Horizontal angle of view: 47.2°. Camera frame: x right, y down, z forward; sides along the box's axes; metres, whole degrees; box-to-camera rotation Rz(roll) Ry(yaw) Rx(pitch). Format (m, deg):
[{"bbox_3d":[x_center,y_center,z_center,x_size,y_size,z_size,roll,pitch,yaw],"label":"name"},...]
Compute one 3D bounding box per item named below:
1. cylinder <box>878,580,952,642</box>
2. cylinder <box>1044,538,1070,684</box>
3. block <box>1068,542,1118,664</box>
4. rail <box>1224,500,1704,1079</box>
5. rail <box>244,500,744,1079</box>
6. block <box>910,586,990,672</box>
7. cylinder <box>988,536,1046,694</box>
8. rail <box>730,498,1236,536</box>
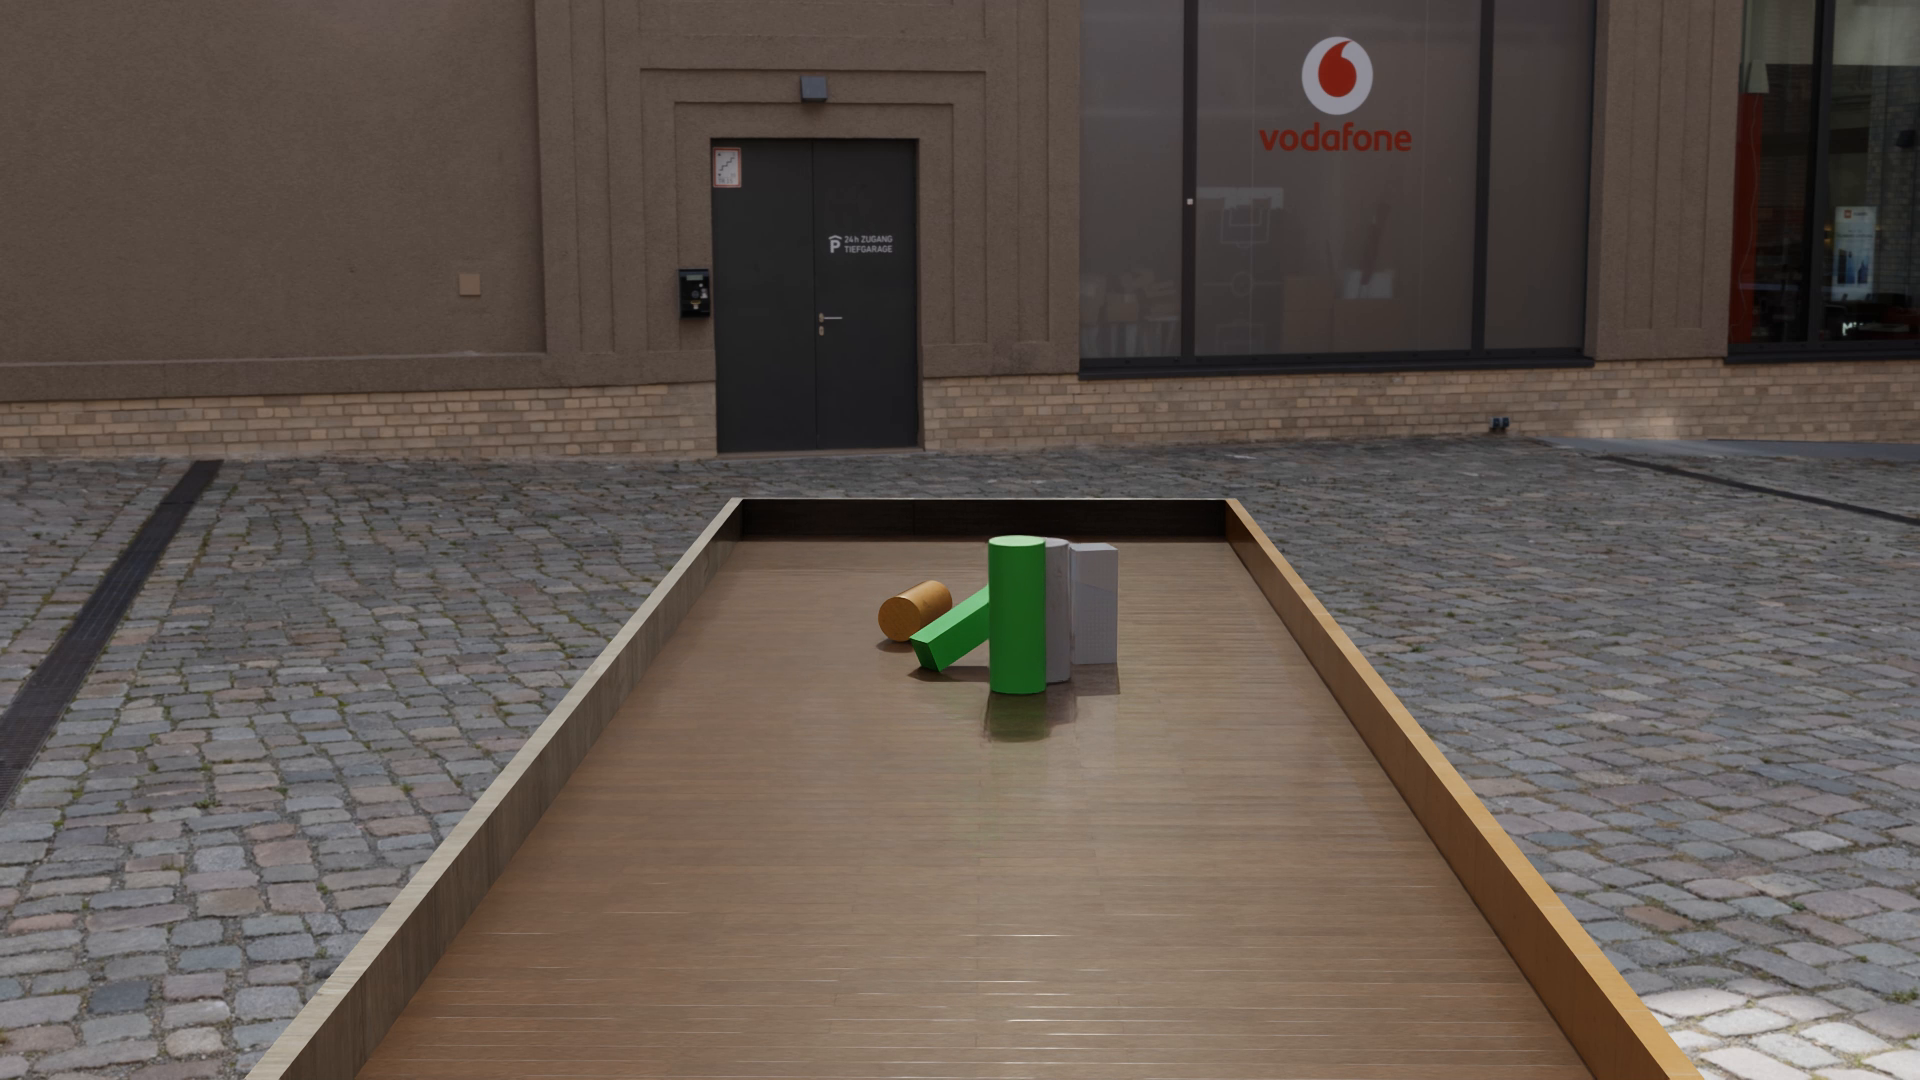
[{"bbox_3d":[-0.143,0.227,7.114,0.144,0.144,0.314,3,9,18],"label":"cylinder"},{"bbox_3d":[0.238,0.204,6.427,0.166,0.401,0.166,-1,9,0],"label":"cylinder"},{"bbox_3d":[0.397,0.192,6.688,0.132,0.347,0.132,-2,9,-13],"label":"block"},{"bbox_3d":[1.046,0.843,3.208,0.050,0.150,12.000,0,9,1],"label":"rail"},{"bbox_3d":[-1.004,0.839,3.234,0.050,0.150,12.000,0,9,1],"label":"rail"},{"bbox_3d":[0.036,0.250,6.639,0.374,0.101,0.101,-33,24,-25],"label":"block"},{"bbox_3d":[0.164,0.213,6.274,0.162,0.430,0.162,-1,11,0],"label":"cylinder"},{"bbox_3d":[0.099,-0.098,9.147,2.100,0.150,0.050,0,9,1],"label":"rail"}]
